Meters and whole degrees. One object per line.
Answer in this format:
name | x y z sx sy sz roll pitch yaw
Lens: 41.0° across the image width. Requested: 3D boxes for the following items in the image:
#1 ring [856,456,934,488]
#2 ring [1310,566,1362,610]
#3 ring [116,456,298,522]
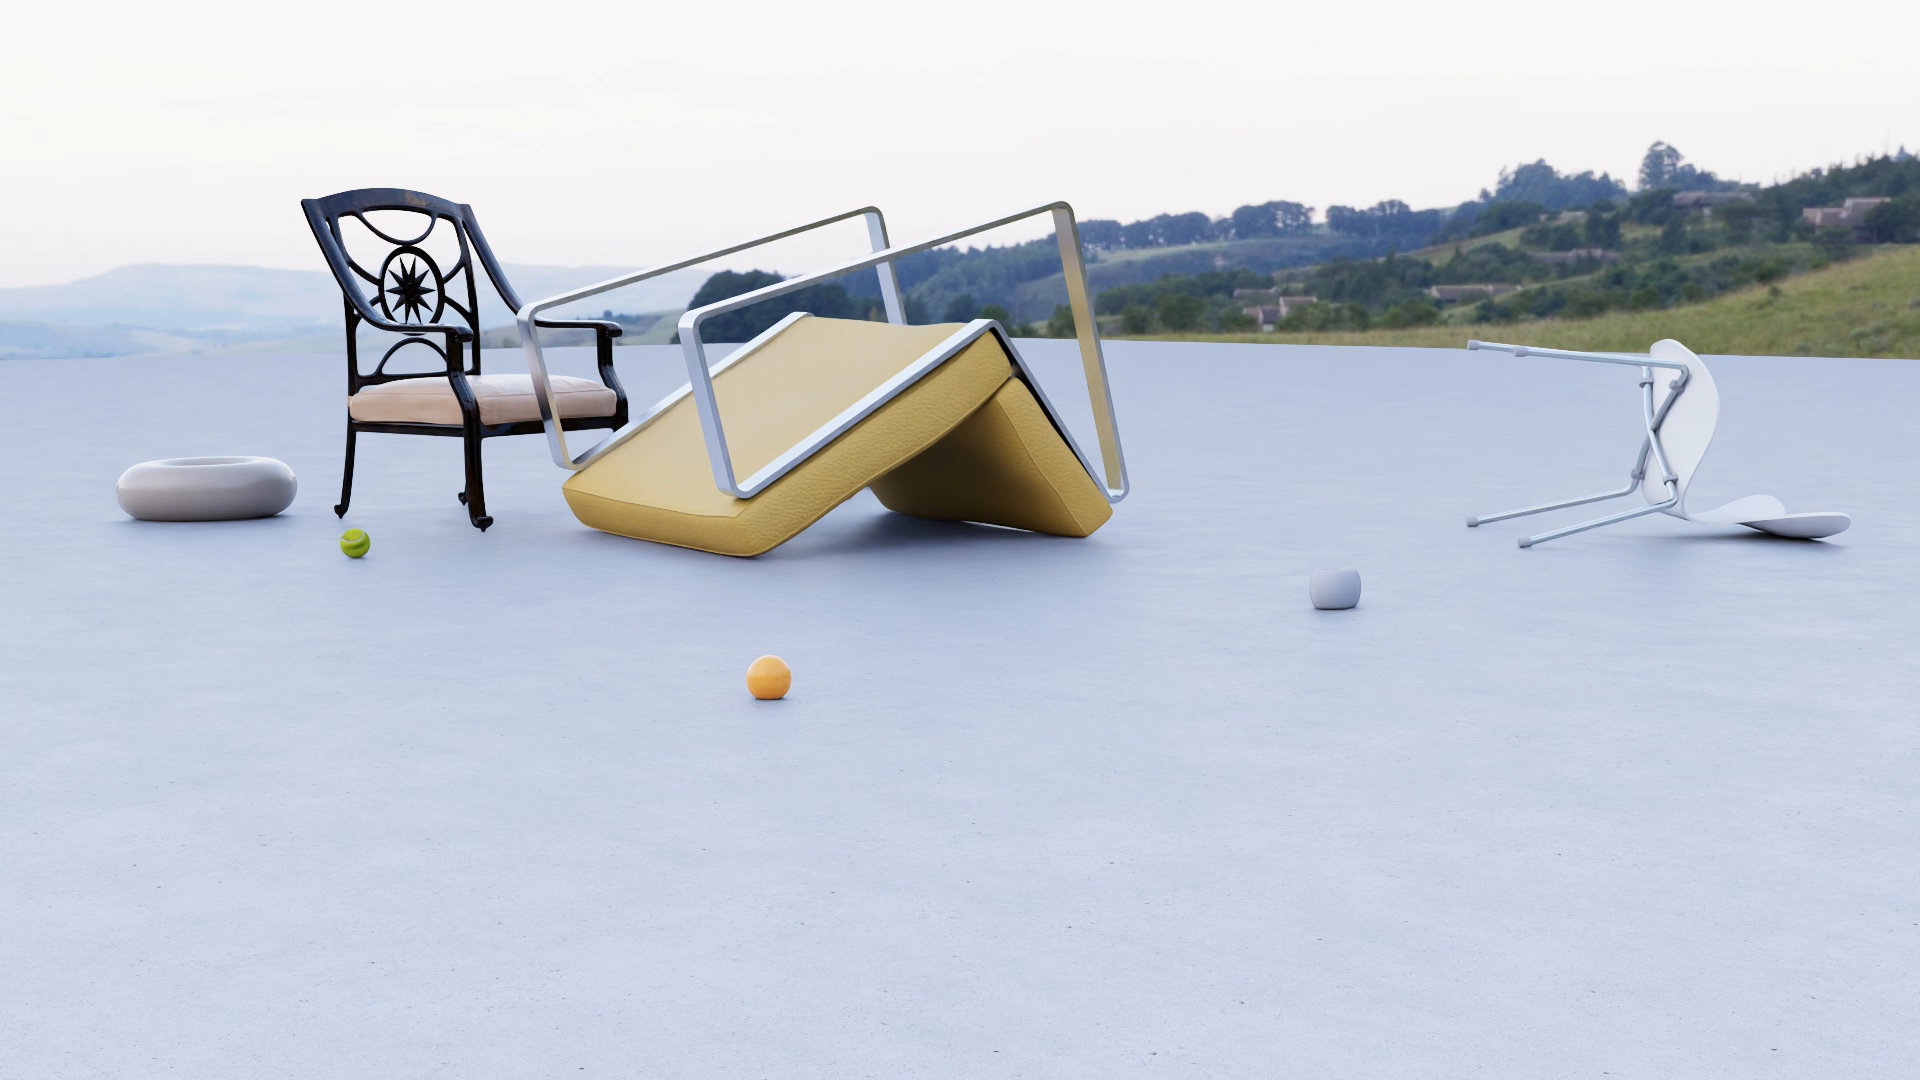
ring | -0.203 -0.212 8.043 0.253 0.090 0.231 -3 7 -37
ring | 0.748 0.095 5.114 0.094 0.078 0.150 1 4 29
ring | -2.062 -0.140 7.031 0.479 0.154 0.385 -3 8 -20
